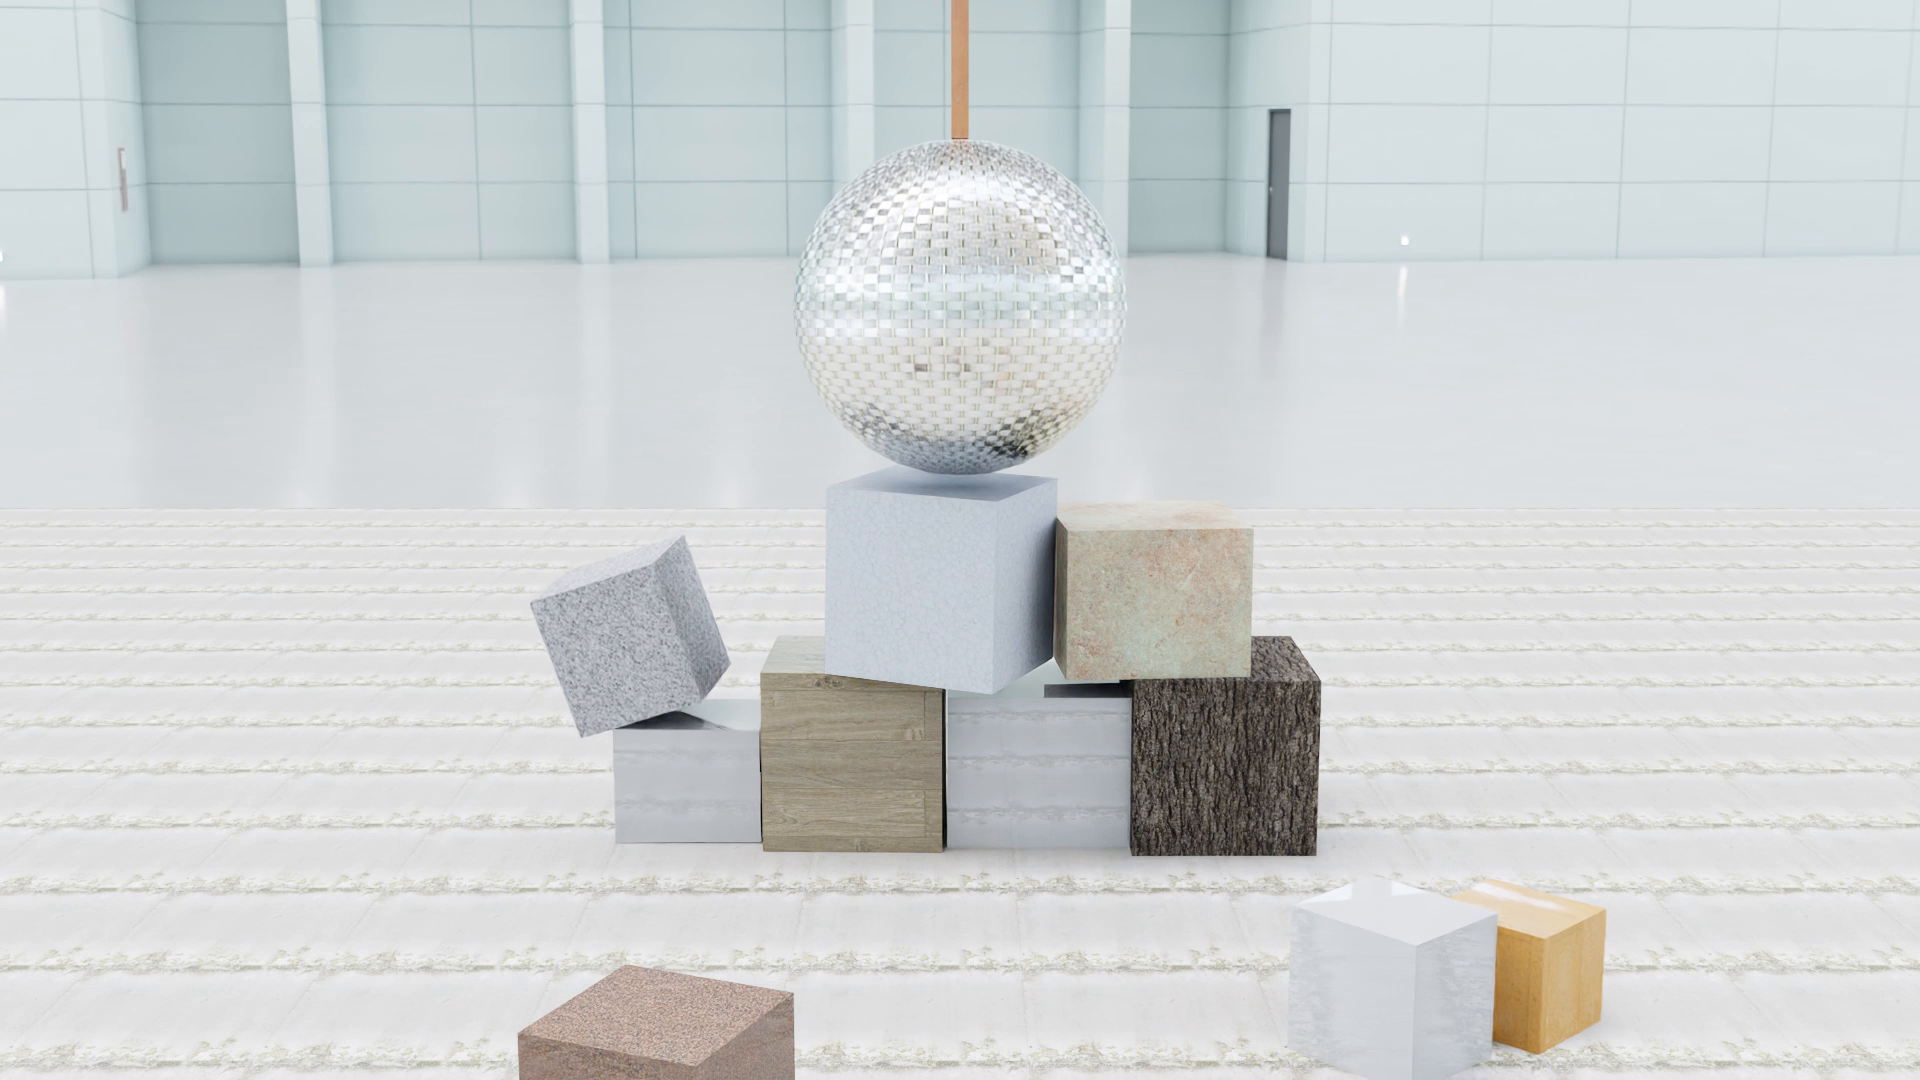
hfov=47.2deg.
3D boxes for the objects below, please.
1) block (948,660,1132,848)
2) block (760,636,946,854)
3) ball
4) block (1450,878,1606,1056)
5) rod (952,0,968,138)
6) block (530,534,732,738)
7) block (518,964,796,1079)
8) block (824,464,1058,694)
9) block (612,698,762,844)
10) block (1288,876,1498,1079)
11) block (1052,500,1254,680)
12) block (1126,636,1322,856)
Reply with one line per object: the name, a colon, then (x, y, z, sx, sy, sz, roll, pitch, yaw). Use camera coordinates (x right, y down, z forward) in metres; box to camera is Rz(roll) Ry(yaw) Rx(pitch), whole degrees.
block: (0.393, 1.095, 11.376, 0.916, 0.775, 0.792, 0, 10, 0)
block: (-0.528, 1.034, 11.311, 0.896, 0.919, 0.833, 0, 10, 1)
ball: (0.000, -1.106, 10.503, 1.600, 1.600, 1.600, 0, 10, 0)
block: (2.234, 1.706, 8.851, 0.520, 0.476, 0.475, 10, 14, 44)
rod: (0.000, -4.489, 10.158, 0.080, 5.200, 0.080, 0, 6, 0)
block: (-1.676, 0.484, 11.287, 0.664, 0.738, 0.710, -17, 10, 9)
block: (-1.017, 1.891, 7.478, 0.676, 0.603, 0.672, 4, 11, 23)
block: (-0.087, 0.172, 10.900, 0.887, 0.928, 0.819, 6, 11, 22)
block: (-1.371, 1.187, 11.380, 0.739, 0.592, 0.634, 0, 10, 0)
block: (1.672, 1.710, 8.521, 0.519, 0.587, 0.588, -9, 14, -41)
block: (0.940, 0.239, 11.179, 0.915, 0.745, 0.868, -1, 10, -5)
block: (1.311, 1.041, 11.343, 0.917, 0.892, 1.004, 0, 10, 0)
